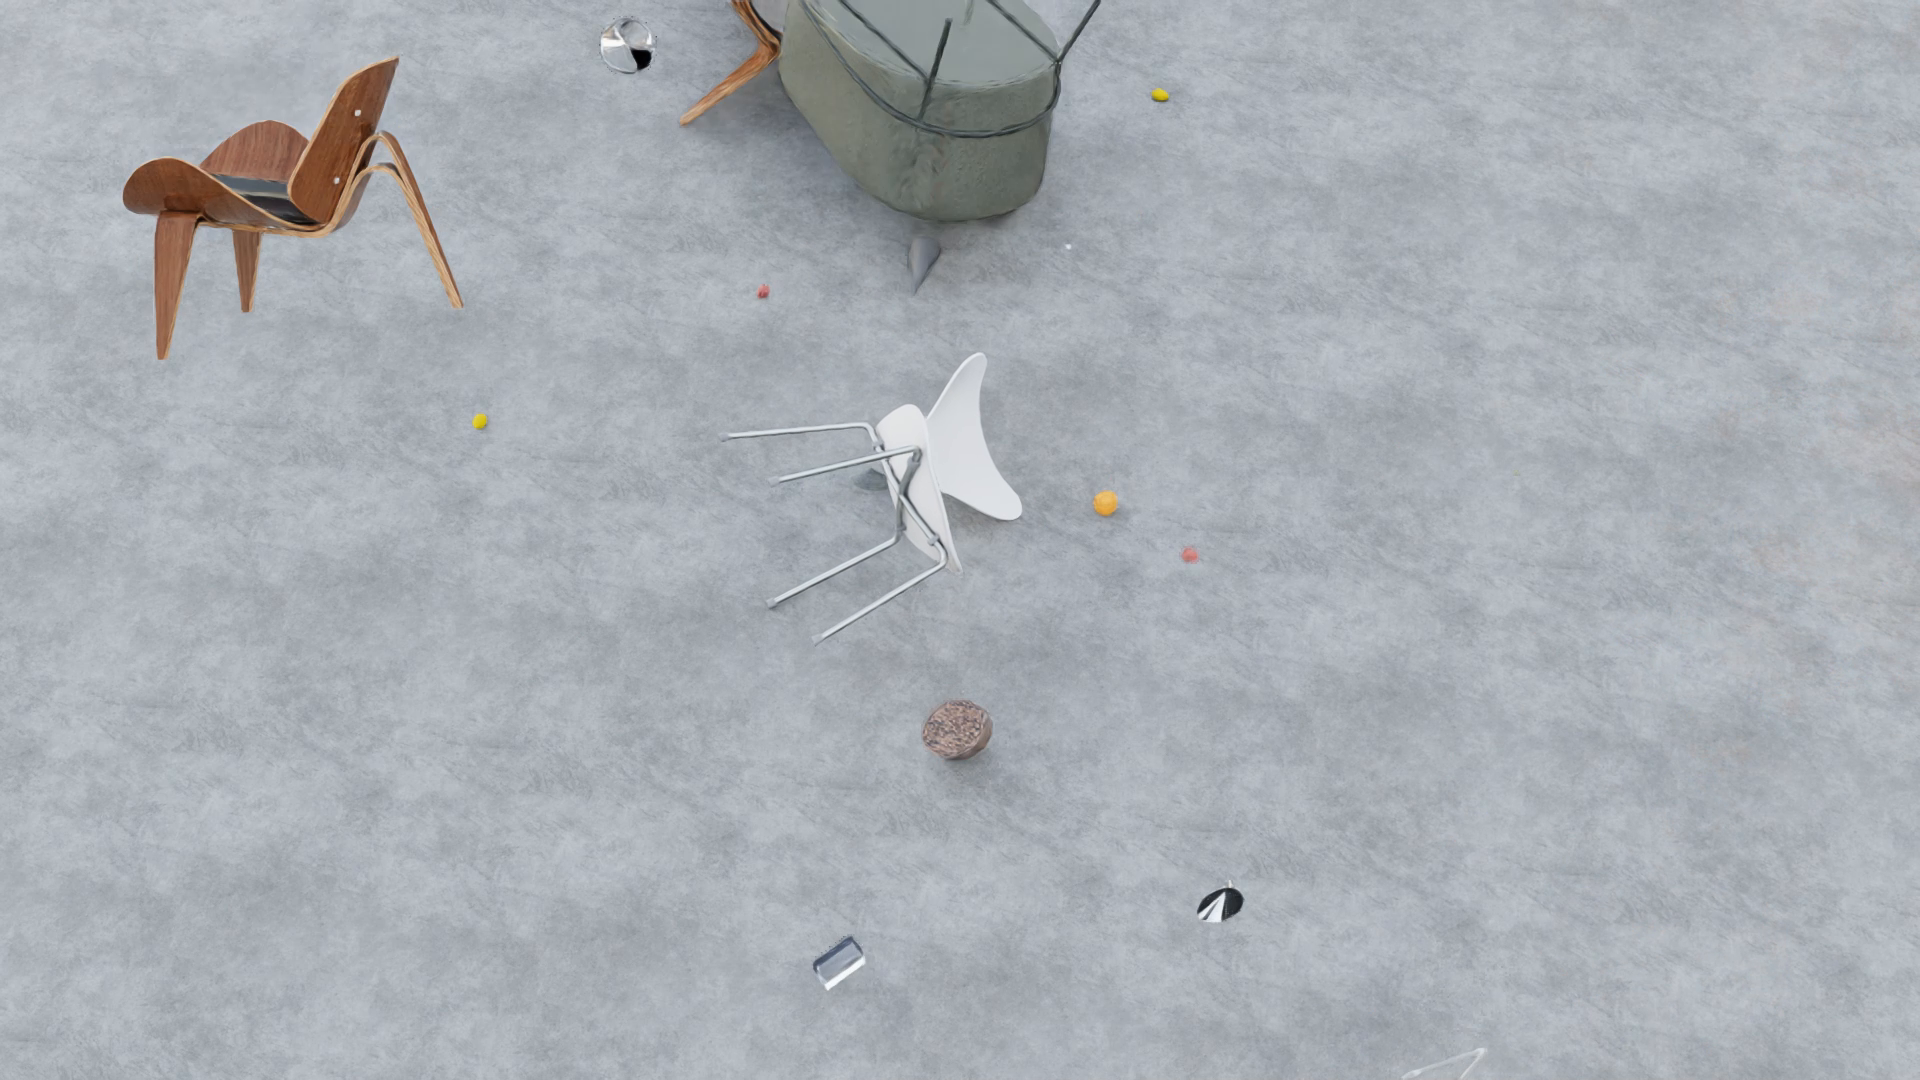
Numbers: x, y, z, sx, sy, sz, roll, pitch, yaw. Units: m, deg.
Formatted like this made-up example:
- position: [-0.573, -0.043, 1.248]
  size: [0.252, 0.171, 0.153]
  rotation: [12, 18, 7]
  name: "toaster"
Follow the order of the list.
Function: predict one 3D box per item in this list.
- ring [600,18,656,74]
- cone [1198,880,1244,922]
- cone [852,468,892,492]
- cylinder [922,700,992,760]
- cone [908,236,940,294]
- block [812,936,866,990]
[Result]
- position: [-1.149, -1.710, 7.613]
  size: [0.186, 0.097, 0.281]
  rotation: [32, 35, -14]
  name: "ring"
- position: [0.713, 0.946, 5.904]
  size: [0.088, 0.150, 0.126]
  rotation: [48, 31, -7]
  name: "cone"
- position: [-0.268, -0.198, 6.662]
  size: [0.129, 0.075, 0.068]
  rotation: [8, 57, 6]
  name: "cone"
- position: [-0.005, 0.528, 6.094]
  size: [0.186, 0.094, 0.148]
  rotation: [-32, 72, 5]
  name: "cylinder"
- position: [-0.131, -0.851, 7.029]
  size: [0.104, 0.124, 0.264]
  rotation: [18, 40, -7]
  name: "cone"
- position: [-0.318, 1.111, 5.777]
  size: [0.125, 0.081, 0.055]
  rotation: [-33, 62, -18]
  name: "block"
